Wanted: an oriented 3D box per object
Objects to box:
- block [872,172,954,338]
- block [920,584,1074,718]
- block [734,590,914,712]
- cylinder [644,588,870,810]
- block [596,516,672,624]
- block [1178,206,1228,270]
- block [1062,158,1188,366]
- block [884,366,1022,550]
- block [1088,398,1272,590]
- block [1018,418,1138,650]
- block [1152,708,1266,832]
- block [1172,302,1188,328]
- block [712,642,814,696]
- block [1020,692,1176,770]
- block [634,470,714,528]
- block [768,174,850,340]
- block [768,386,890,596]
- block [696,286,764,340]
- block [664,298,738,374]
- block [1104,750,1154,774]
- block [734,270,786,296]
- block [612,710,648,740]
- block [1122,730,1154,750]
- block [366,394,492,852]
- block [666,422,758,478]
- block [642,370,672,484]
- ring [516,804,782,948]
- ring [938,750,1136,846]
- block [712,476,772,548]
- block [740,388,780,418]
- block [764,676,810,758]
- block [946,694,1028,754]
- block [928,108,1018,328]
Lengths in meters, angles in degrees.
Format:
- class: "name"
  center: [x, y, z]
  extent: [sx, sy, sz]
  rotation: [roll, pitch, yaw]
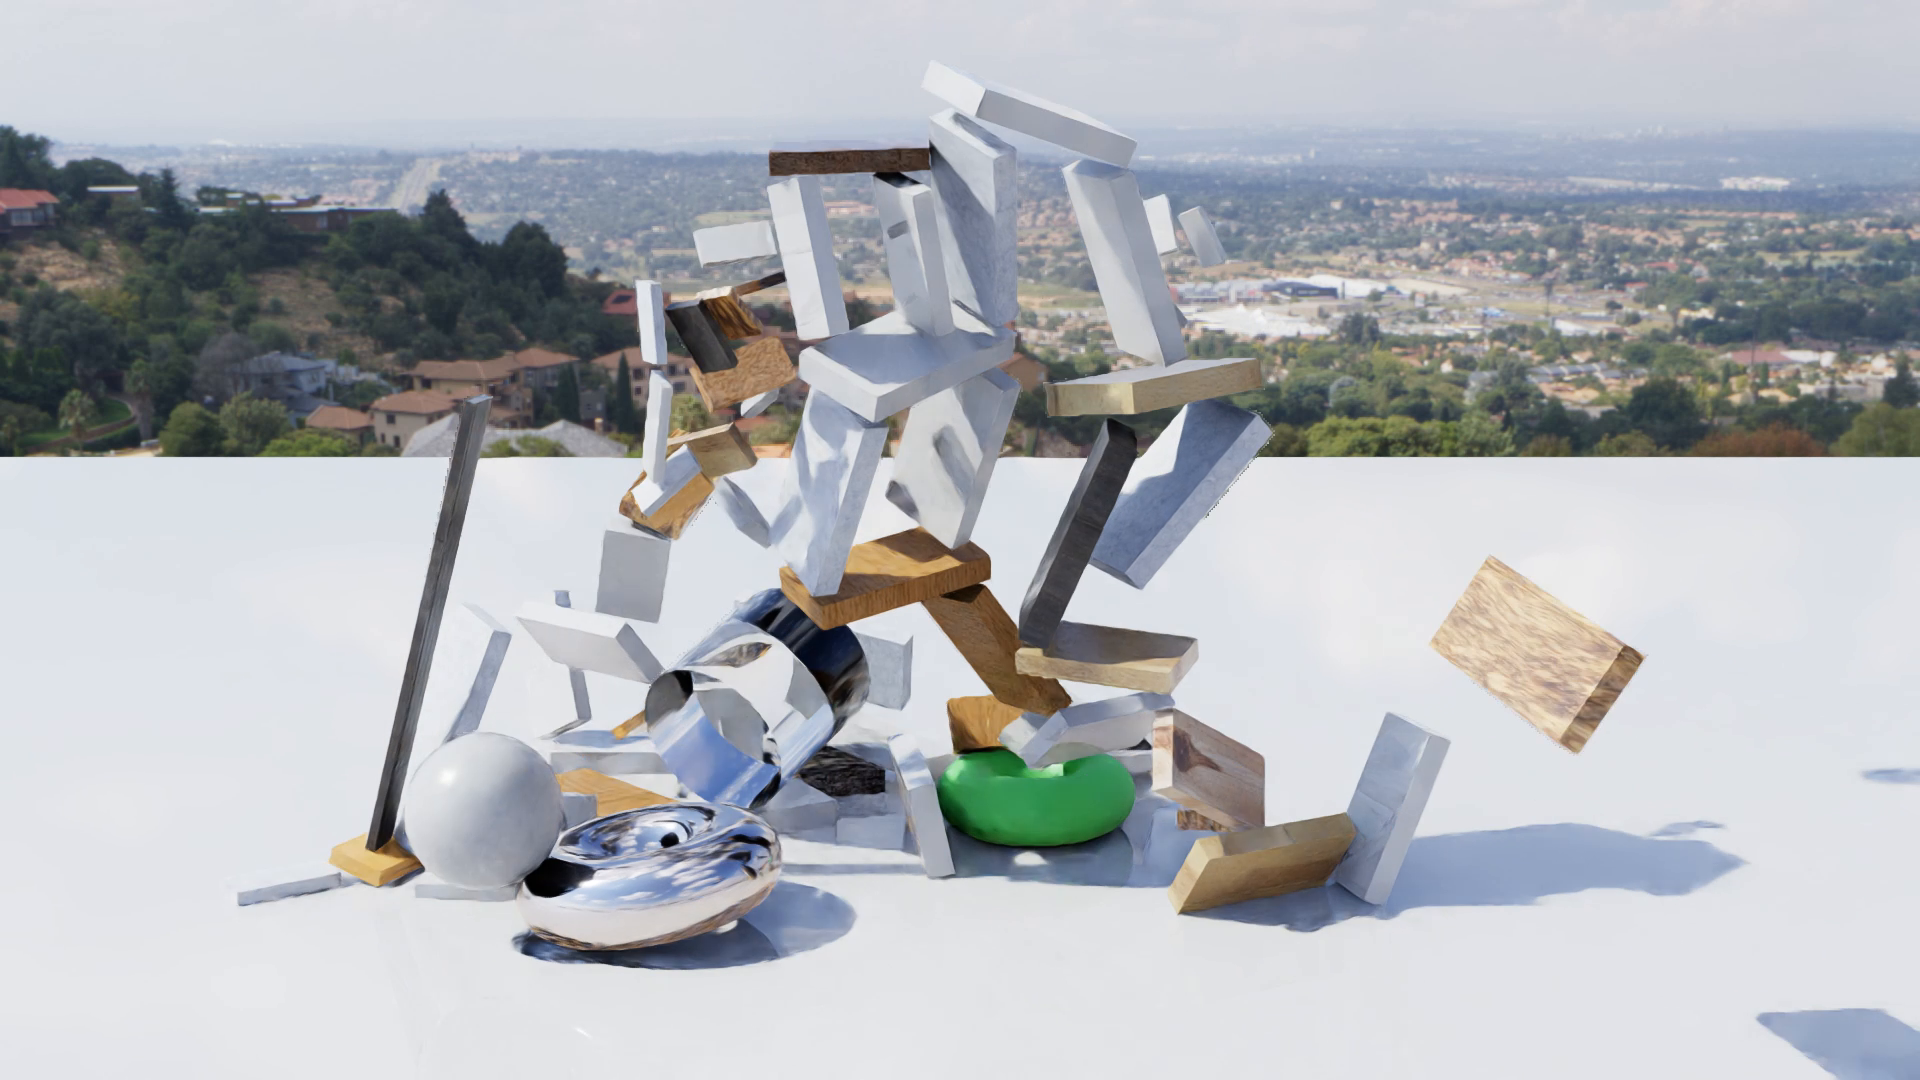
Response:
- class: "block"
  center: [-0.072, -0.442, 3.391]
  extent: [0.034, 0.240, 0.120]
  rotation: [-25, 36, -22]
- class: "block"
  center: [0.058, 0.187, 3.904]
  extent: [0.161, 0.321, 0.046]
  rotation: [13, 58, 48]
- class: "block"
  center: [-0.279, 0.223, 4.446]
  extent: [0.375, 0.161, 0.046]
  rotation: [14, 32, 17]
- class: "cylinder"
  center: [-0.367, 0.288, 4.019]
  extent: [0.296, 0.296, 0.296]
  rotation: [6, 32, 31]
- class: "block"
  center: [-0.555, 0.053, 3.745]
  extent: [0.111, 0.222, 0.031]
  rotation: [11, 48, -5]
- class: "block"
  center: [0.405, -0.505, 3.669]
  extent: [0.014, 0.099, 0.050]
  rotation: [-34, 12, -36]
- class: "block"
  center: [0.265, -0.445, 3.531]
  extent: [0.044, 0.324, 0.155]
  rotation: [-28, 26, -17]
- class: "block"
  center: [-0.015, -0.162, 3.668]
  extent: [0.163, 0.327, 0.046]
  rotation: [38, 40, 25]
- class: "block"
  center: [0.351, -0.085, 3.681]
  extent: [0.049, 0.346, 0.173]
  rotation: [46, -10, -33]
- class: "block"
  center: [0.185, -0.012, 3.479]
  extent: [0.049, 0.346, 0.173]
  rotation: [23, 15, -4]
- class: "block"
  center: [0.401, 0.373, 3.524]
  extent: [0.037, 0.131, 0.262]
  rotation: [-17, -32, 37]
- class: "block"
  center: [0.330, -0.390, 3.624]
  extent: [0.014, 0.099, 0.050]
  rotation: [-53, 31, -17]
- class: "block"
  center: [-0.399, 0.262, 4.453]
  extent: [0.202, 0.101, 0.029]
  rotation: [-3, 21, 29]
- class: "block"
  center: [0.238, 0.323, 3.783]
  extent: [0.262, 0.131, 0.037]
  rotation: [-7, 57, -41]
- class: "block"
  center: [-0.463, -0.074, 3.570]
  extent: [0.117, 0.059, 0.017]
  rotation: [-33, 32, 9]
- class: "block"
  center: [-0.231, -0.428, 3.350]
  extent: [0.034, 0.240, 0.120]
  rotation: [-15, 8, -26]
- class: "block"
  center: [-0.216, -0.090, 3.544]
  extent: [0.046, 0.327, 0.163]
  rotation: [-7, 40, -35]
- class: "block"
  center: [-0.357, -0.352, 3.417]
  extent: [0.058, 0.017, 0.117]
  rotation: [-8, -29, 20]
- class: "block"
  center: [-0.399, -0.315, 3.405]
  extent: [0.063, 0.125, 0.018]
  rotation: [-6, 40, 29]
- class: "block"
  center: [0.319, 0.430, 4.311]
  extent: [0.275, 0.033, 0.117]
  rotation: [0, 2, -40]
- class: "block"
  center: [-0.304, -0.414, 3.507]
  extent: [0.058, 0.017, 0.117]
  rotation: [-10, 12, 38]
- class: "block"
  center: [-0.608, 0.350, 4.226]
  extent: [0.077, 0.022, 0.155]
  rotation: [-31, -6, 8]
- class: "block"
  center: [0.253, 0.379, 4.274]
  extent: [0.235, 0.033, 0.117]
  rotation: [0, -16, 13]
- class: "block"
  center: [-0.882, 0.148, 3.640]
  extent: [0.017, 0.826, 0.059]
  rotation: [21, 19, 11]
- class: "block"
  center: [-0.410, -0.141, 3.586]
  extent: [0.156, 0.078, 0.022]
  rotation: [-11, 34, 37]
- class: "block"
  center: [-0.478, -0.179, 3.468]
  extent: [0.018, 0.169, 0.063]
  rotation: [-4, 32, -24]
- class: "ring"
  center: [-0.496, 0.532, 3.515]
  extent: [0.428, 0.143, 0.428]
  rotation: [-8, 9, 1]
- class: "ring"
  center: [0.139, 0.463, 4.025]
  extent: [0.363, 0.121, 0.363]
  rotation: [-1, 10, 0]
- class: "block"
  center: [-0.392, -0.054, 3.957]
  extent: [0.031, 0.111, 0.222]
  rotation: [-37, -12, 1]
- class: "block"
  center: [-0.335, -0.261, 3.713]
  extent: [0.022, 0.078, 0.156]
  rotation: [11, -13, -19]
- class: "block"
  center: [-0.338, 0.344, 4.280]
  extent: [0.077, 0.155, 0.022]
  rotation: [0, -12, -18]
- class: "block"
  center: [0.085, 0.339, 4.102]
  extent: [0.208, 0.101, 0.029]
  rotation: [-3, -23, -15]
- class: "block"
  center: [0.022, -0.500, 3.427]
  extent: [0.044, 0.311, 0.155]
  rotation: [-30, 49, -27]
